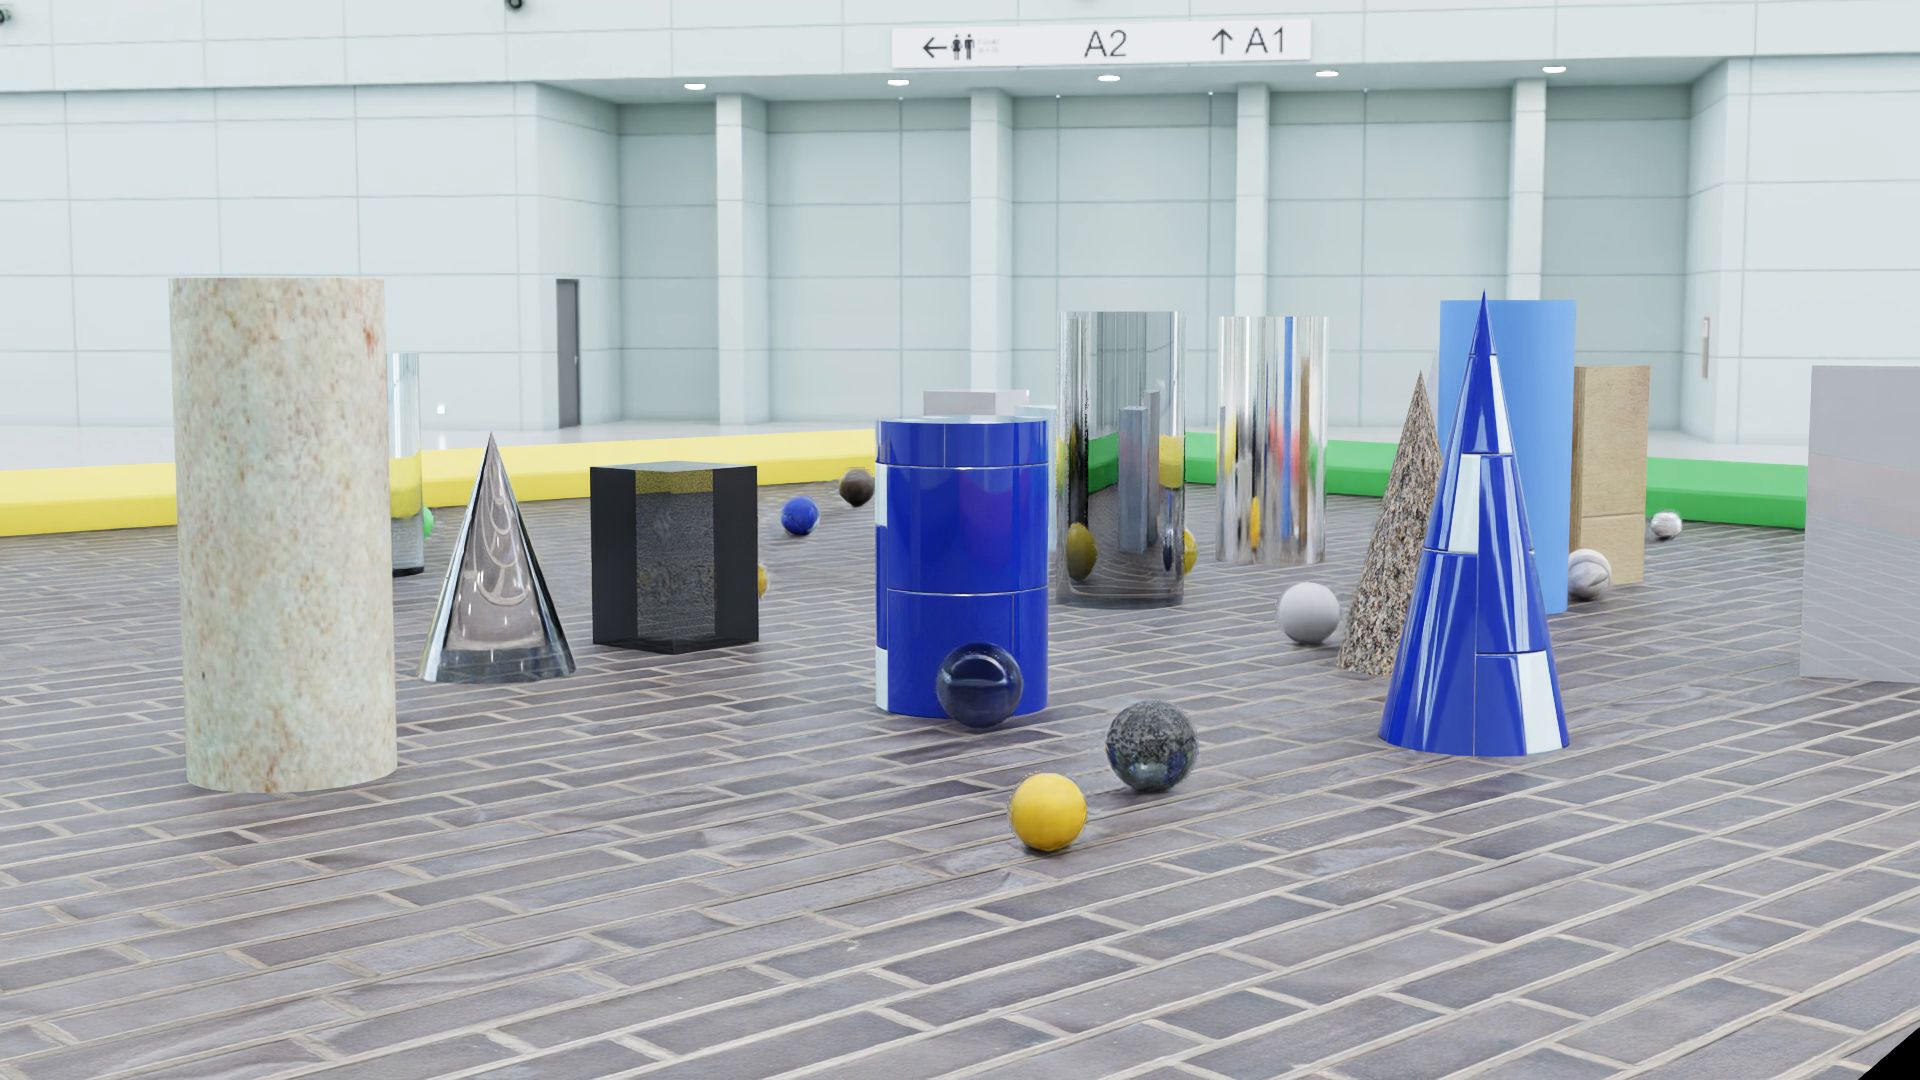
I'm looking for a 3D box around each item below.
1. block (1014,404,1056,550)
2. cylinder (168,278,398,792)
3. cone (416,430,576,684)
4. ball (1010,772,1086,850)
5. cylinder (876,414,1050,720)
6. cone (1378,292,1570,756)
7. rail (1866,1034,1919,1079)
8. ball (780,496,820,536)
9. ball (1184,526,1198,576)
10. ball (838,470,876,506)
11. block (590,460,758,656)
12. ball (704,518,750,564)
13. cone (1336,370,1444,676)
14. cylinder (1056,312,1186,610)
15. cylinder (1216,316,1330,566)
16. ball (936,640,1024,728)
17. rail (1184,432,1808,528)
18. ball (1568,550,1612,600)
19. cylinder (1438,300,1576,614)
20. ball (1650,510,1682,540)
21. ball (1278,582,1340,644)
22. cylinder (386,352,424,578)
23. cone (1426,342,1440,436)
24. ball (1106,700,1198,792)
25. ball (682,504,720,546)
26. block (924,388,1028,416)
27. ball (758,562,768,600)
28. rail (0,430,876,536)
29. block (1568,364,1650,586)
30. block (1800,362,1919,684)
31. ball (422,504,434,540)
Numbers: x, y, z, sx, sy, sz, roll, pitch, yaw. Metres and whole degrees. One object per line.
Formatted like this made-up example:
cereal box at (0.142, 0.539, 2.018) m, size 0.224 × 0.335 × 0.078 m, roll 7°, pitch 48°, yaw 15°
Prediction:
block at (0.208, -0.122, 4.170) m, size 0.156 × 0.263 × 0.156 m, roll -3°, pitch 7°, yaw -26°
cylinder at (-0.646, -0.012, 2.106) m, size 0.196 × 0.473 × 0.196 m, roll 0°, pitch 6°, yaw 0°
cone at (-0.573, 0.014, 2.705) m, size 0.196 × 0.298 × 0.196 m, roll 0°, pitch 6°, yaw 0°
ball at (0.073, 0.224, 1.817) m, size 0.064 × 0.064 × 0.064 m, roll 0°, pitch 6°, yaw 0°
cylinder at (0.002, 0.025, 2.479) m, size 0.196 × 0.323 × 0.196 m, roll 0°, pitch 6°, yaw 0°
cone at (0.536, -0.026, 2.271) m, size 0.196 × 0.467 × 0.196 m, roll 0°, pitch 6°, yaw 0°
rail at (1.356, 0.186, 1.870) m, size 4.112 × 0.127 × 0.045 m, roll -5°, pitch 8°, yaw -42°
ball at (-0.315, -0.046, 4.336) m, size 0.078 × 0.078 × 0.078 m, roll 0°, pitch 6°, yaw 0°
ball at (0.343, 0.018, 3.625) m, size 0.098 × 0.098 × 0.098 m, roll 0°, pitch 6°, yaw 0°
ball at (-0.235, -0.120, 5.019) m, size 0.083 × 0.083 × 0.083 m, roll 0°, pitch 6°, yaw 0°
block at (-0.381, 0.020, 2.940) m, size 0.156 × 0.237 × 0.156 m, roll 5°, pitch 8°, yaw 39°
ball at (-0.410, 0.001, 3.872) m, size 0.081 × 0.081 × 0.081 m, roll 0°, pitch 6°, yaw 0°
cone at (0.571, -0.028, 2.745) m, size 0.196 × 0.372 × 0.196 m, roll 0°, pitch 6°, yaw 0°
cylinder at (0.244, -0.126, 3.349) m, size 0.196 × 0.442 × 0.196 m, roll 0°, pitch 6°, yaw 0°
cylinder at (0.555, -0.181, 3.917) m, size 0.196 × 0.433 × 0.196 m, roll 0°, pitch 6°, yaw 0°
ball at (0.021, 0.154, 2.346) m, size 0.093 × 0.093 × 0.093 m, roll 0°, pitch 6°, yaw 0°
rail at (1.494, -0.110, 4.703) m, size 0.045 × 0.127 × 4.048 m, roll -5°, pitch 8°, yaw -42°
ball at (0.965, 0.053, 3.393) m, size 0.077 × 0.077 × 0.077 m, roll 0°, pitch 6°, yaw 0°
cylinder at (0.812, -0.128, 3.285) m, size 0.196 × 0.458 × 0.196 m, roll 0°, pitch 6°, yaw 0°
ball at (1.371, -0.029, 4.269) m, size 0.057 × 0.057 × 0.057 m, roll 0°, pitch 6°, yaw 0°
ball at (0.465, 0.098, 2.932) m, size 0.083 × 0.083 × 0.083 m, roll 0°, pitch 6°, yaw 0°
cylinder at (-1.011, -0.130, 3.720) m, size 0.196 × 0.372 × 0.196 m, roll 0°, pitch 6°, yaw 0°
cone at (0.859, -0.165, 3.971) m, size 0.196 × 0.390 × 0.196 m, roll 0°, pitch 6°, yaw 0°
ball at (0.177, 0.191, 2.039) m, size 0.084 × 0.084 × 0.084 m, roll 0°, pitch 6°, yaw 0°
ball at (-0.491, -0.029, 4.174) m, size 0.077 × 0.077 × 0.077 m, roll 0°, pitch 6°, yaw 0°
block at (0.032, -0.153, 4.359) m, size 0.156 × 0.286 × 0.156 m, roll 3°, pitch 7°, yaw 26°
ball at (-0.326, 0.063, 3.326) m, size 0.071 × 0.071 × 0.071 m, roll 0°, pitch 6°, yaw 0°
rail at (-1.356, -0.120, 4.794) m, size 4.112 × 0.127 × 0.045 m, roll -5°, pitch 8°, yaw -42°
block at (1.014, -0.110, 3.617) m, size 0.156 × 0.354 × 0.156 m, roll -4°, pitch 7°, yaw -34°
block at (1.127, -0.026, 2.704) m, size 0.156 × 0.378 × 0.156 m, roll 3°, pitch 7°, yaw 24°
ball at (-1.049, -0.034, 4.218) m, size 0.078 × 0.078 × 0.078 m, roll 0°, pitch 6°, yaw 0°
